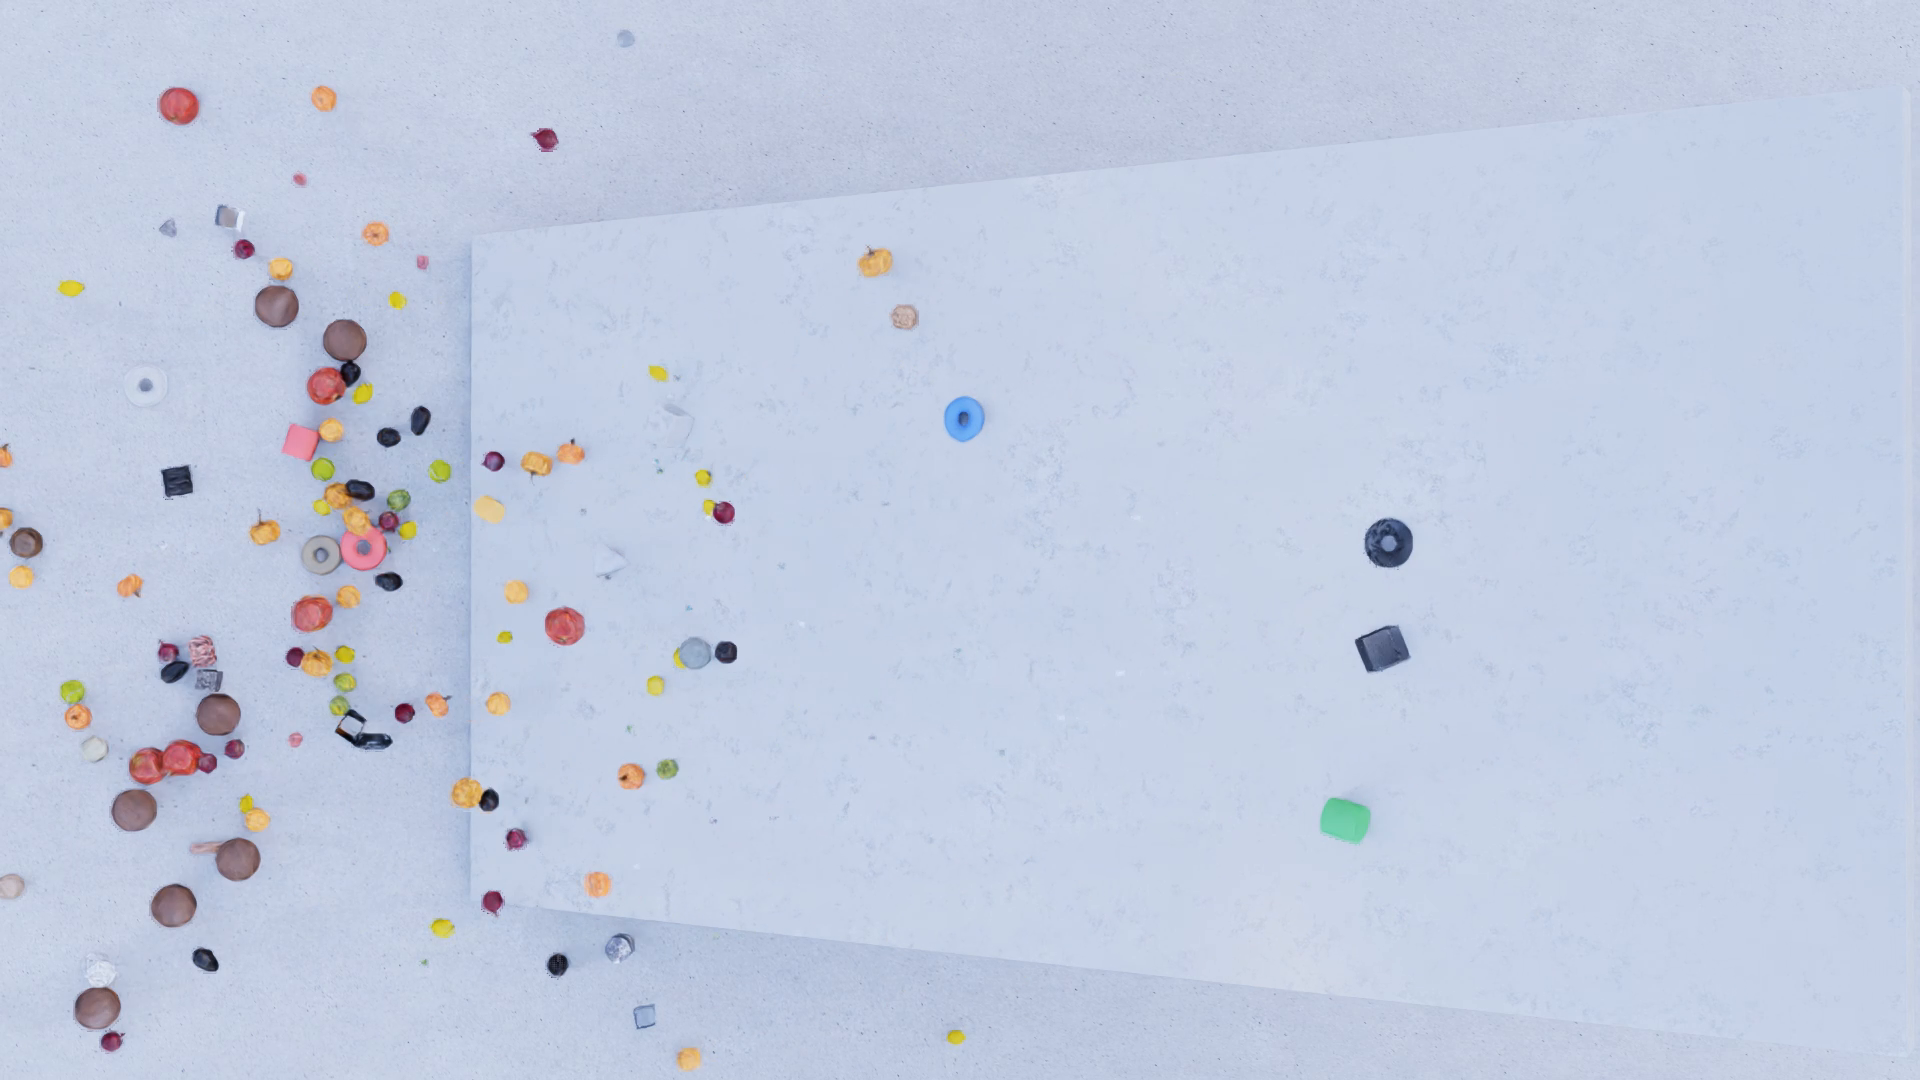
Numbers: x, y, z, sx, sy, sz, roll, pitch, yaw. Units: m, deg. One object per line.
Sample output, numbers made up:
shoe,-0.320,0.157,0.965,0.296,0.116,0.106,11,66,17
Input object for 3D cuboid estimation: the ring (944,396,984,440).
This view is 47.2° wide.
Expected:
ring,0.010,-0.314,5.687,0.116,0.039,0.116,0,90,33

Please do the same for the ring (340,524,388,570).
ring,-1.809,0.022,6.672,0.143,0.048,0.143,0,91,0

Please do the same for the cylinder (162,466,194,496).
cylinder,-2.368,-0.177,6.655,0.080,0.080,0.080,-10,91,0

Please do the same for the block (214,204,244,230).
block,-2.217,-0.977,6.674,0.061,0.061,0.061,11,89,0

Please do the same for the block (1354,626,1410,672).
block,0.974,0.251,5.067,0.082,0.082,0.082,-27,76,28

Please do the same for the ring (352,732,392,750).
ring,-1.764,0.604,6.599,0.116,0.116,0.039,-2,76,0

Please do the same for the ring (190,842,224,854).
ring,-2.275,0.931,6.639,0.097,0.097,0.032,-5,82,0

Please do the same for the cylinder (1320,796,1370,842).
cylinder,0.895,0.650,5.110,0.086,0.086,0.086,15,89,31

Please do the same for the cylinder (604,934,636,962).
cylinder,-1.027,1.232,6.644,0.077,0.077,0.077,0,89,3

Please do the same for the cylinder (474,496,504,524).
cylinder,-1.397,-0.090,6.526,0.065,0.065,0.065,29,89,33

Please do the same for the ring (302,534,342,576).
ring,-1.938,0.045,6.675,0.123,0.041,0.123,0,89,-1

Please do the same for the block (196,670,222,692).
block,-2.275,0.424,6.662,0.058,0.058,0.058,7,89,0

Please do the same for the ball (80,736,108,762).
ball,-2.617,0.633,6.649,0.081,0.081,0.081,0,89,0

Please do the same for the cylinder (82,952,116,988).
cylinder,-2.595,1.294,6.626,0.082,0.082,0.082,-9,106,-32

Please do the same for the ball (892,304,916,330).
ball,-0.146,-0.584,5.768,0.067,0.067,0.067,0,89,0

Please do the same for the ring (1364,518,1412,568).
ring,0.991,0.008,5.085,0.116,0.039,0.116,0,90,30

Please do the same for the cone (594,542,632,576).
cone,-0.982,0.063,6.286,0.100,0.100,0.100,7,89,4

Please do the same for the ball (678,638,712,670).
ball,-0.735,0.315,6.106,0.091,0.091,0.091,0,89,0

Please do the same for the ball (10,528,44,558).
ball,-2.821,0.009,6.648,0.096,0.096,0.096,0,89,0

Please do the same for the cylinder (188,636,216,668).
cylinder,-2.290,0.338,6.646,0.070,0.070,0.070,-23,67,0

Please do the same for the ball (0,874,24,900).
ball,-2.869,1.048,6.647,0.078,0.078,0.078,0,89,0

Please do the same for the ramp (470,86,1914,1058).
ramp,0.264,0.073,5.609,4.000,0.100,2.000,0,89,31

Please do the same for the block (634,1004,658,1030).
block,-0.953,1.442,6.654,0.056,0.056,0.056,-11,89,0

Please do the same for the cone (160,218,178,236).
cone,-2.404,-0.961,6.692,0.055,0.055,0.055,2,63,0

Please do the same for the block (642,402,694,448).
block,-0.818,-0.322,6.163,0.090,0.090,0.090,30,105,28

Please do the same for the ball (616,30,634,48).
ball,-1.017,-1.524,6.683,0.053,0.053,0.053,0,89,0

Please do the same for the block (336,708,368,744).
block,-1.831,0.559,6.614,0.060,0.060,0.060,34,132,-2

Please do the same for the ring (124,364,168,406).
ring,-2.472,-0.471,6.678,0.131,0.044,0.131,0,88,-1
